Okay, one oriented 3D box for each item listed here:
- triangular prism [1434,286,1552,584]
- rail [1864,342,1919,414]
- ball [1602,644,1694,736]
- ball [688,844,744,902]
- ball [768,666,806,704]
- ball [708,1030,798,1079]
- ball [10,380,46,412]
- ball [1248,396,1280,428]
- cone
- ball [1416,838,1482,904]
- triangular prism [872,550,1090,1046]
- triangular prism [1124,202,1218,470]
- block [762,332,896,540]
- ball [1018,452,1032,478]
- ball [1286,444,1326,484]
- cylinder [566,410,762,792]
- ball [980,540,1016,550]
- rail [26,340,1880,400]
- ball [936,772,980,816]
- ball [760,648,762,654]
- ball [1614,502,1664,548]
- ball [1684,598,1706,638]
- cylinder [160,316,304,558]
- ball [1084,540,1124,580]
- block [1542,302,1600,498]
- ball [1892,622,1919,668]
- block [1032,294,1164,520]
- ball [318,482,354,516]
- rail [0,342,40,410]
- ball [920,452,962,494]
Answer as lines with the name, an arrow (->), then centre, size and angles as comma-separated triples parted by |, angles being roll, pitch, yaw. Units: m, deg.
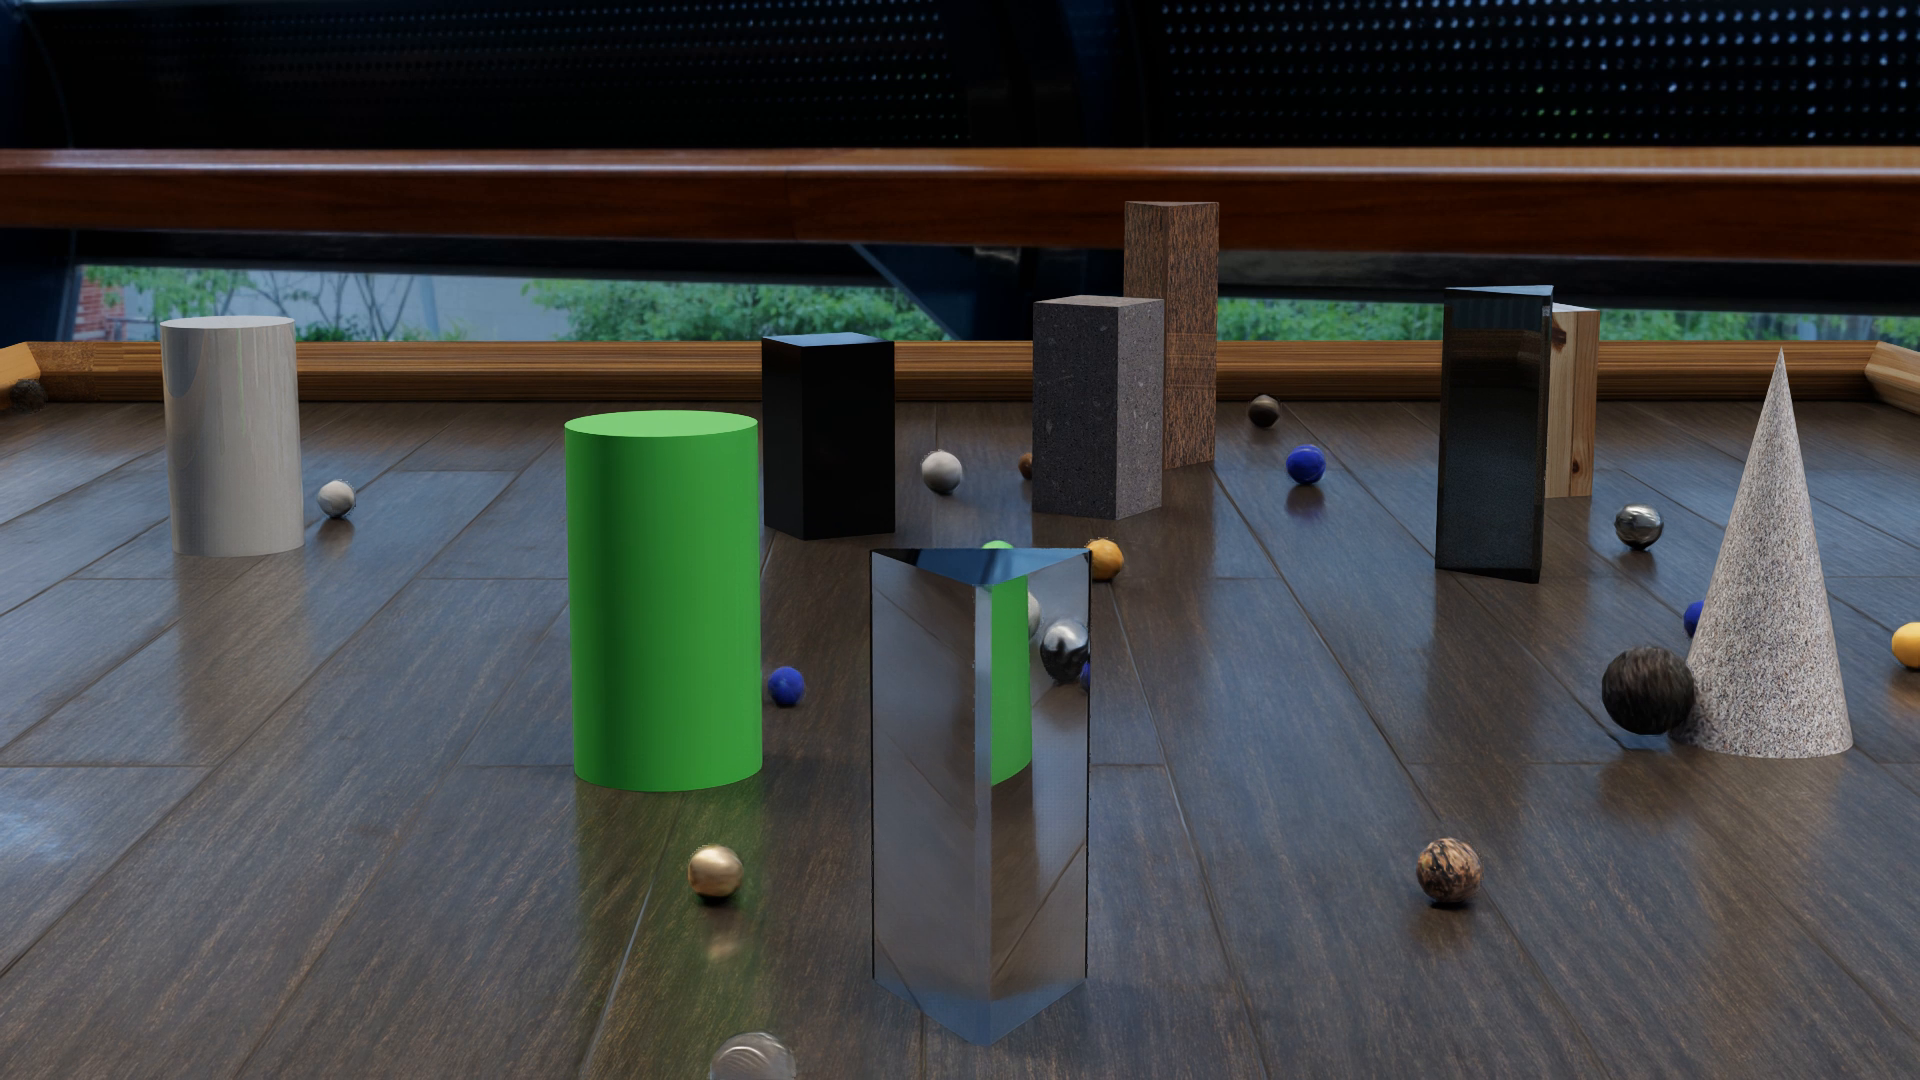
triangular prism -> 0.809, -0.160, 3.722 | 0.171, 0.410, 0.148 | 10, 15, 44
rail -> 2.012, 0.031, 3.460 | 0.045, 0.128, 4.462 | 0, 10, 0
ball -> 0.747, 0.163, 2.787 | 0.098, 0.098, 0.098 | 0, 10, 0
ball -> -0.216, 0.294, 2.263 | 0.049, 0.049, 0.049 | 0, 10, 0
ball -> -0.200, 0.168, 2.961 | 0.043, 0.043, 0.043 | 0, 10, 0
ball -> -0.145, 0.374, 1.795 | 0.062, 0.062, 0.062 | 0, 10, 0
ball -> -1.976, -0.305, 5.438 | 0.070, 0.070, 0.070 | 0, 10, 0
ball -> 0.618, -0.261, 5.213 | 0.066, 0.066, 0.066 | 0, 10, 0
cone -> 0.880, 0.003, 2.787 | 0.197, 0.430, 0.197 | 0, 10, 0
ball -> 0.430, 0.291, 2.258 | 0.057, 0.057, 0.057 | 0, 10, 0
triangular prism -> 0.038, 0.187, 2.006 | 0.148, 0.352, 0.171 | -6, 12, -30
triangular prism -> 0.364, -0.383, 4.742 | 0.148, 0.477, 0.171 | 8, 13, 38
block -> -0.208, -0.167, 4.054 | 0.158, 0.302, 0.158 | -5, 12, -27
ball -> 0.127, -0.133, 4.573 | 0.047, 0.047, 0.047 | 0, 10, 0
ball -> 0.608, -0.133, 4.506 | 0.071, 0.071, 0.071 | 0, 10, 0
cylinder -> -0.307, 0.059, 2.669 | 0.197, 0.364, 0.197 | 0, 10, 0
ball -> 0.053, 0.033, 3.628 | 0.065, 0.065, 0.065 | 0, 10, 0
rail -> -0.013, -0.369, 5.619 | 4.071, 0.128, 0.045 | 0, 10, 0
ball -> -0.001, 0.250, 2.520 | 0.042, 0.042, 0.042 | 0, 10, 0
ball -> -0.272, 0.138, 3.035 | 0.075, 0.075, 0.075 | 0, 10, 0
ball -> 1.035, -0.023, 3.910 | 0.071, 0.071, 0.071 | 0, 10, 0
ball -> 0.950, 0.104, 3.264 | 0.058, 0.058, 0.058 | 0, 10, 0
cylinder -> -1.107, -0.161, 3.911 | 0.197, 0.344, 0.197 | 0, 10, 0
ball -> 0.203, 0.029, 3.666 | 0.060, 0.060, 0.060 | 0, 10, 0
block -> 0.984, -0.242, 4.419 | 0.158, 0.317, 0.158 | -3, 11, -18
ball -> 1.168, 0.129, 3.136 | 0.056, 0.056, 0.056 | 0, 10, 0
block -> 0.228, -0.222, 4.232 | 0.158, 0.346, 0.158 | 7, 12, 31
ball -> -1.018, -0.067, 4.186 | 0.058, 0.058, 0.058 | 0, 10, 0
rail -> -2.012, 0.035, 3.437 | 0.045, 0.128, 4.462 | 0, 10, 0
ball -> -0.032, -0.117, 4.417 | 0.072, 0.072, 0.072 | 0, 10, 0
